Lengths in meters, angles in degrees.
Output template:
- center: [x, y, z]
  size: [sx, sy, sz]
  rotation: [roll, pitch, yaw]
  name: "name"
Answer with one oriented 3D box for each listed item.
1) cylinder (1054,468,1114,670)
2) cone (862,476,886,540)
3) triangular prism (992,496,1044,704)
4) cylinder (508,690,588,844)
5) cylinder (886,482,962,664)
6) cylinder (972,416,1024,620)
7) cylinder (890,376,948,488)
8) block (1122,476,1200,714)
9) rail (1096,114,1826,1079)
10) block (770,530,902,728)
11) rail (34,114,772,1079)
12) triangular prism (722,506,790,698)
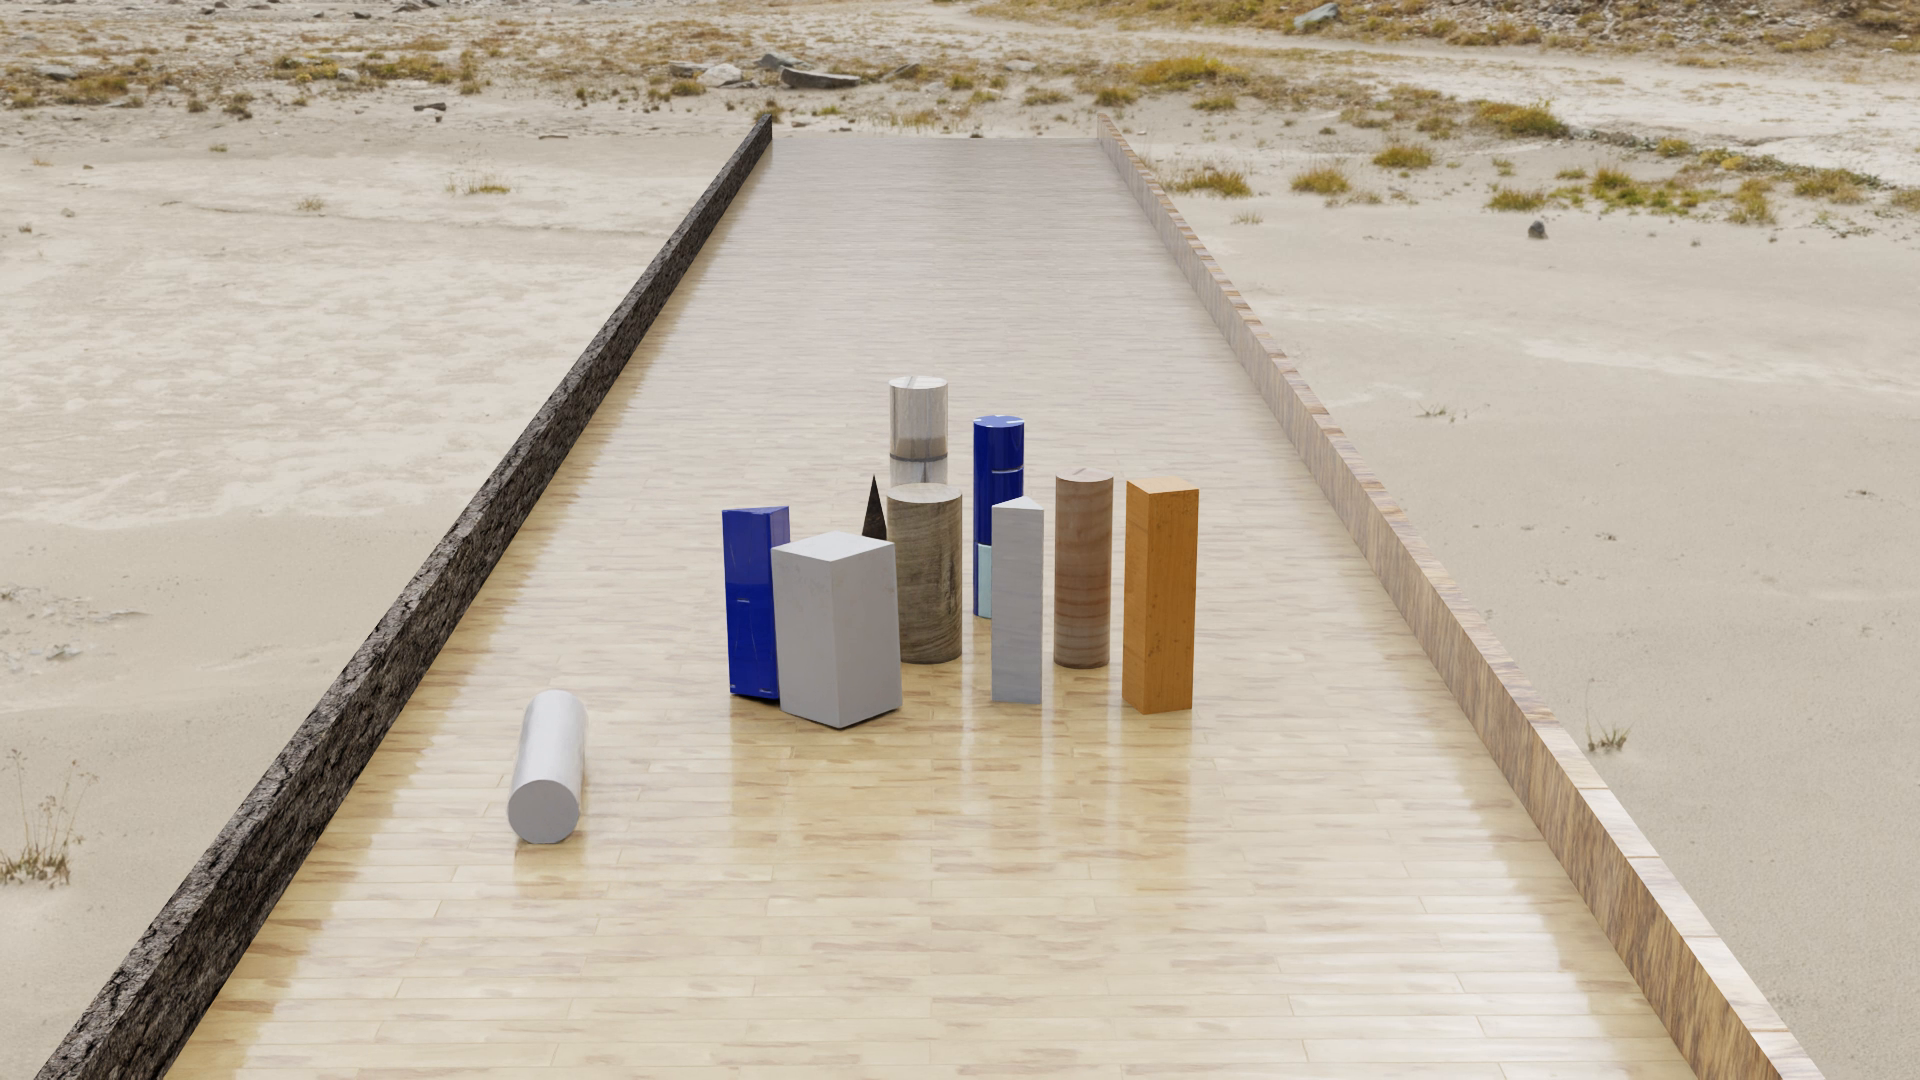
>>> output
- center: [0.244, 0.056, 4.363]
  size: [0.114, 0.385, 0.114]
  rotation: [0, 17, 0]
  name: "cylinder"
- center: [-0.181, 0.006, 4.660]
  size: [0.127, 0.311, 0.127]
  rotation: [0, 17, 0]
  name: "cone"
- center: [0.116, 0.113, 4.173]
  size: [0.097, 0.384, 0.084]
  rotation: [4, 17, 12]
  name: "triangular prism"
- center: [-0.699, 0.381, 3.747]
  size: [0.114, 0.114, 0.413]
  rotation: [-2, 17, -7]
  name: "cylinder"
- center: [-0.071, 0.067, 4.415]
  size: [0.151, 0.335, 0.151]
  rotation: [0, 17, 0]
  name: "cylinder"
- center: [0.081, -0.047, 4.651]
  size: [0.107, 0.419, 0.107]
  rotation: [0, 17, 0]
  name: "cylinder"
- center: [-0.091, -0.125, 4.849]
  size: [0.128, 0.455, 0.128]
  rotation: [0, 17, 0]
  name: "cylinder"
- center: [0.374, 0.104, 4.123]
  size: [0.101, 0.431, 0.101]
  rotation: [-6, 18, -19]
  name: "block"
- center: [0.932, -0.844, 7.801]
  size: [0.050, 0.150, 12.000]
  rotation: [0, 17, -1]
  name: "rail"
- center: [-0.229, 0.164, 4.105]
  size: [0.162, 0.317, 0.162]
  rotation: [11, 20, 43]
  name: "block"
- center: [-1.118, -0.838, 7.780]
  size: [0.050, 0.150, 12.000]
  rotation: [0, 17, -1]
  name: "rail"
- center: [-0.363, 0.115, 4.208]
  size: [0.129, 0.352, 0.111]
  rotation: [4, 9, 42]
  name: "triangular prism"
